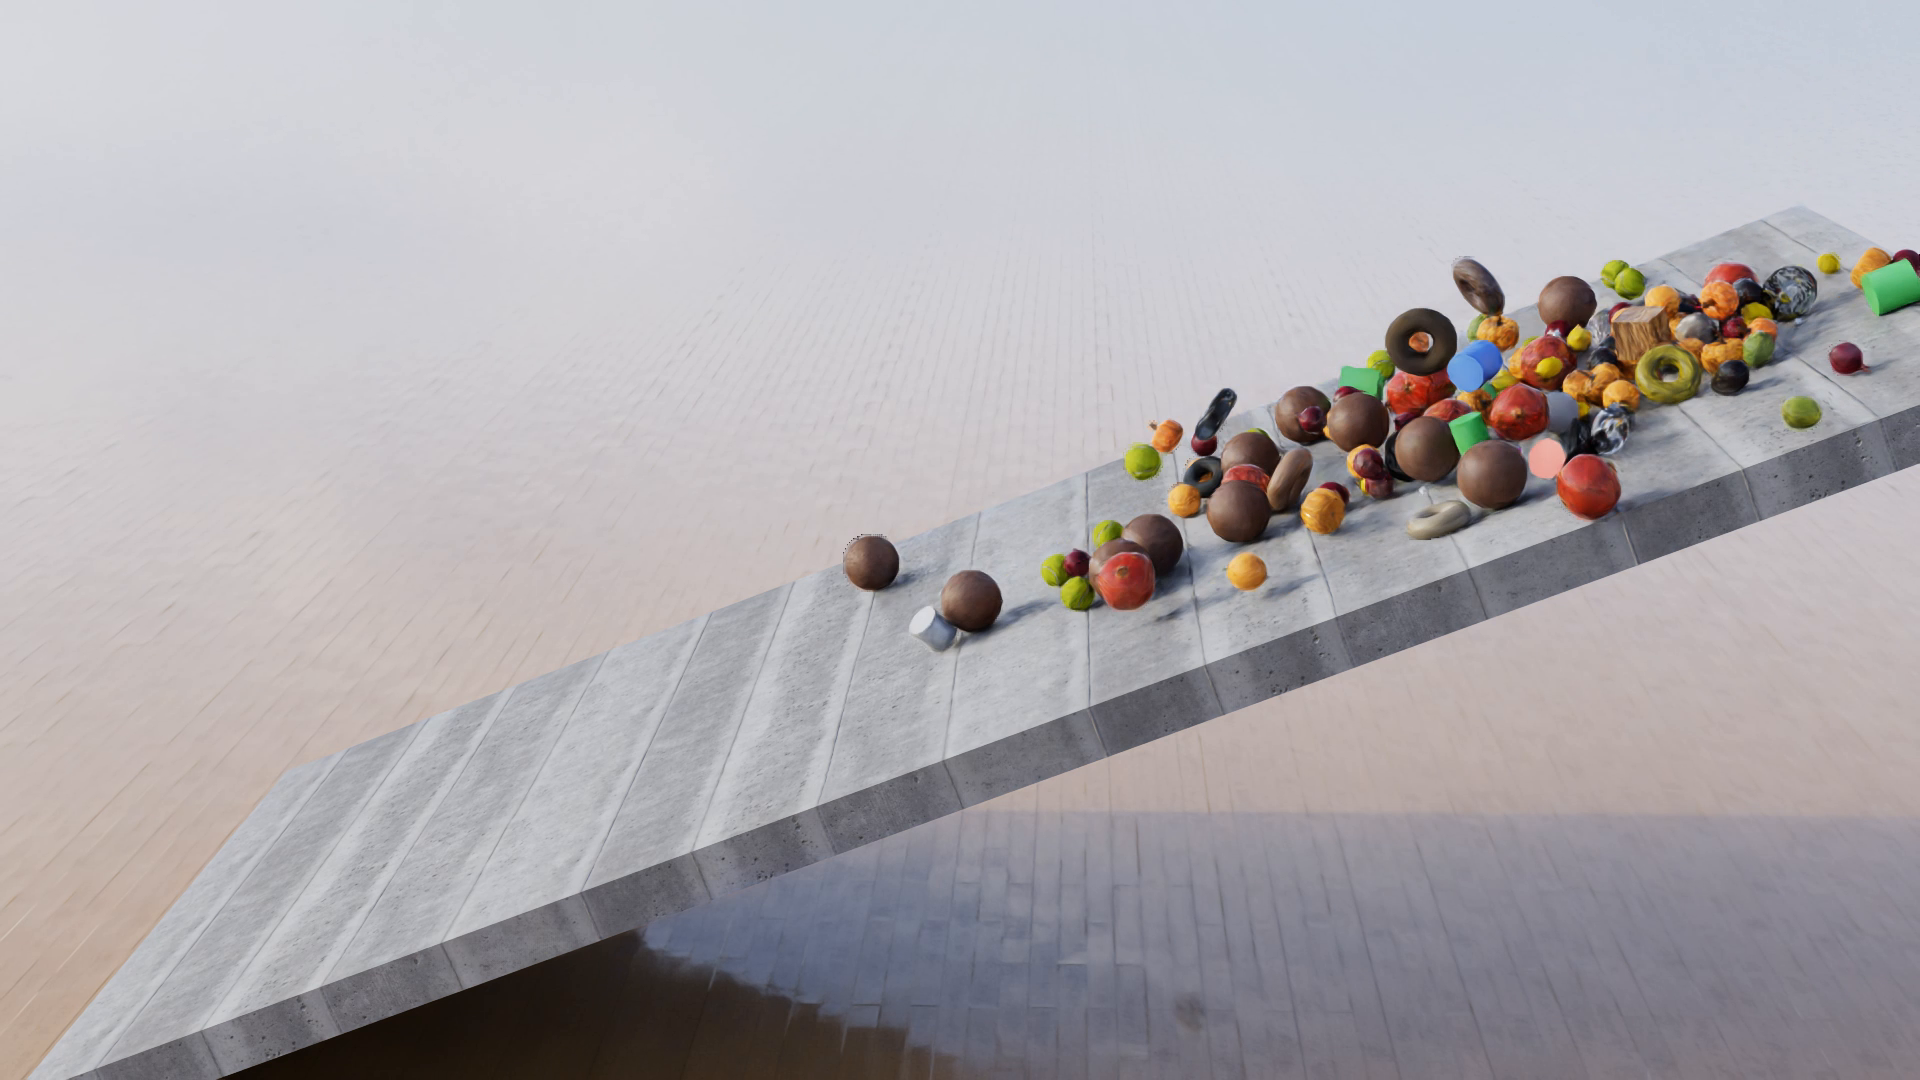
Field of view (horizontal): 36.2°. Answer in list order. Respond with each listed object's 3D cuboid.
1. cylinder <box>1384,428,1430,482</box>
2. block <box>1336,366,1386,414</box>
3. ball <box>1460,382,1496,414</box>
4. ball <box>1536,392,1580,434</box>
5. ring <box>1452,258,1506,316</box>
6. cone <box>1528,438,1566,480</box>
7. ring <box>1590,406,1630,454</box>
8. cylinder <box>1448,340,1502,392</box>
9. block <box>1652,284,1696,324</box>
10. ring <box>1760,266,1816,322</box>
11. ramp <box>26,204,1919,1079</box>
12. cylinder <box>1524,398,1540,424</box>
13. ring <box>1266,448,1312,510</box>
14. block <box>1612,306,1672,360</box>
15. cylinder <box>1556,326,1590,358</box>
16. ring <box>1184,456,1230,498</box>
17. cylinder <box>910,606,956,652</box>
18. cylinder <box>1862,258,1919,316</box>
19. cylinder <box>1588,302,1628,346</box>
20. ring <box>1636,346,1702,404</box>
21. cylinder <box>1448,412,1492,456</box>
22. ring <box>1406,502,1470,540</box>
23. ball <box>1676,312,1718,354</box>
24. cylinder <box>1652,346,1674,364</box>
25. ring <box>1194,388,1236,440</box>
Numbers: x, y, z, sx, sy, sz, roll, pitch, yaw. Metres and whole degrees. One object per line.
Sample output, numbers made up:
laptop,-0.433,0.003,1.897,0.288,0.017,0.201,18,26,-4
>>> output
cylinder,0.905,-0.172,5.958,0.088,0.088,0.088,1,17,6
block,0.897,-0.334,6.576,0.084,0.084,0.084,7,-7,18
ball,1.097,-0.302,6.228,0.077,0.077,0.077,0,14,0
ball,1.185,-0.253,5.831,0.085,0.085,0.085,0,14,0
ring,1.084,-0.529,6.145,0.047,0.141,0.141,-38,21,-6
cone,1.135,-0.151,5.592,0.077,0.077,0.077,12,5,41
ring,1.215,-0.205,5.499,0.093,0.093,0.031,-10,23,-36
cylinder,1.022,-0.346,5.834,0.080,0.080,0.080,10,31,36
block,1.517,-0.499,6.255,0.058,0.058,0.058,19,22,-23
ring,1.690,-0.502,5.998,0.041,0.122,0.122,27,-8,-42
ramp,0.121,0.174,6.292,4.000,0.100,2.000,-20,12,7
cylinder,1.174,-0.260,5.947,0.054,0.054,0.054,0,6,-2
ring,0.681,-0.125,6.088,0.048,0.144,0.144,29,24,18
block,1.361,-0.413,5.871,0.080,0.080,0.080,5,30,41
cylinder,1.338,-0.433,6.413,0.053,0.053,0.053,-31,16,-1
ring,0.539,-0.136,6.434,0.108,0.036,0.108,-16,47,19
cylinder,-0.056,0.185,6.083,0.069,0.069,0.069,41,-9,-30
cylinder,1.824,-0.495,5.760,0.086,0.086,0.086,-21,13,4
cylinder,1.414,-0.467,6.378,0.077,0.077,0.077,12,28,42
ring,1.383,-0.323,5.741,0.128,0.128,0.043,3,-26,10
cylinder,0.989,-0.205,5.698,0.065,0.065,0.065,-23,10,5
ring,0.895,-0.037,5.502,0.123,0.041,0.123,-20,12,4
ball,1.504,-0.422,6.006,0.083,0.083,0.083,0,14,0
cylinder,1.440,-0.401,6.078,0.052,0.052,0.052,-37,1,1
ring,0.539,-0.264,6.197,0.042,0.127,0.127,34,17,1
